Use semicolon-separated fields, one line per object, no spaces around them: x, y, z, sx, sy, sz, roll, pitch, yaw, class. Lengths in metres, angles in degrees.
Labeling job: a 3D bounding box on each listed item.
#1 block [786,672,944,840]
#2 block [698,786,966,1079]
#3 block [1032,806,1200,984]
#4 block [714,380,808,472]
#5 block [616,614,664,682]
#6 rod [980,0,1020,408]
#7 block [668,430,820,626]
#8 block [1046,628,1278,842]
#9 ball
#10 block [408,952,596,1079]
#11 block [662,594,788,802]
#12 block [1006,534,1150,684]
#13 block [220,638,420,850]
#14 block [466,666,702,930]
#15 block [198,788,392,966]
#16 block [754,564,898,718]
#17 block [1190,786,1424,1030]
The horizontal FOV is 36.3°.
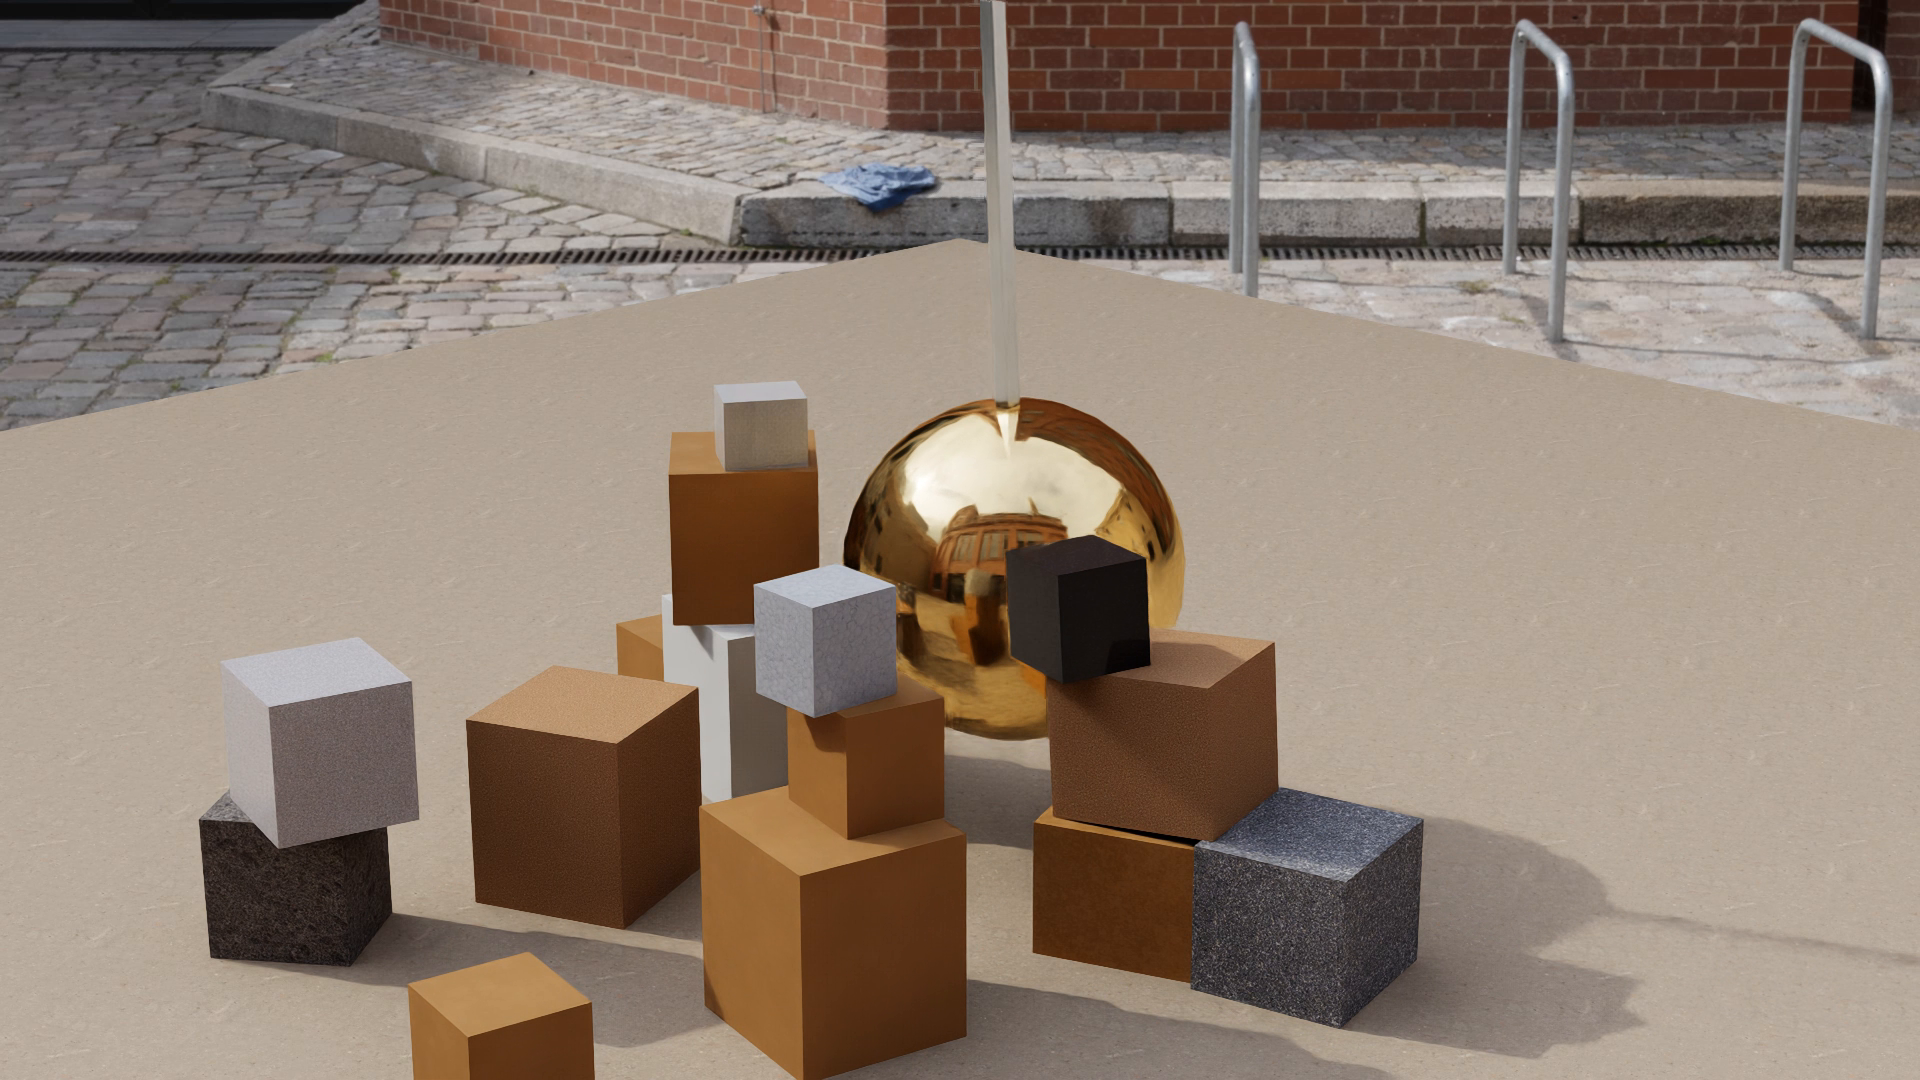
-0.382;0.843;11.825;0.446;0.515;0.496;-10;20;-29;block
-0.517;1.551;11.920;0.764;0.893;0.823;-11;21;-31;block
0.794;1.446;12.724;0.750;0.610;0.676;8;19;23;block
-0.951;-0.545;14.001;0.398;0.337;0.340;-4;18;-12;block
-1.356;0.726;15.081;0.587;0.572;0.598;-12;21;-33;block
0.108;-3.063;12.493;0.080;5.200;0.080;17;27;42;rod
-1.049;-0.069;14.303;0.704;0.753;0.754;-1;17;-4;block
0.872;0.809;12.537;0.755;0.672;0.664;6;18;30;block
0.250;0.133;13.646;1.600;1.600;1.600;0;17;0;ball
-1.740;1.972;11.155;0.508;0.549;0.531;-12;21;-32;block
-0.926;0.743;14.479;0.825;0.901;0.767;-10;20;-28;block
0.497;0.286;12.364;0.421;0.468;0.460;-11;17;-25;block
-2.717;0.850;12.443;0.615;0.627;0.638;-10;20;-30;block
-1.680;1.147;13.230;0.756;0.879;0.760;7;19;22;block
-2.878;1.421;12.747;0.626;0.644;0.562;2;18;8;block
-0.532;0.395;11.636;0.419;0.454;0.377;-14;22;-38;block
1.467;1.535;12.370;0.689;0.654;0.771;11;20;31;block
